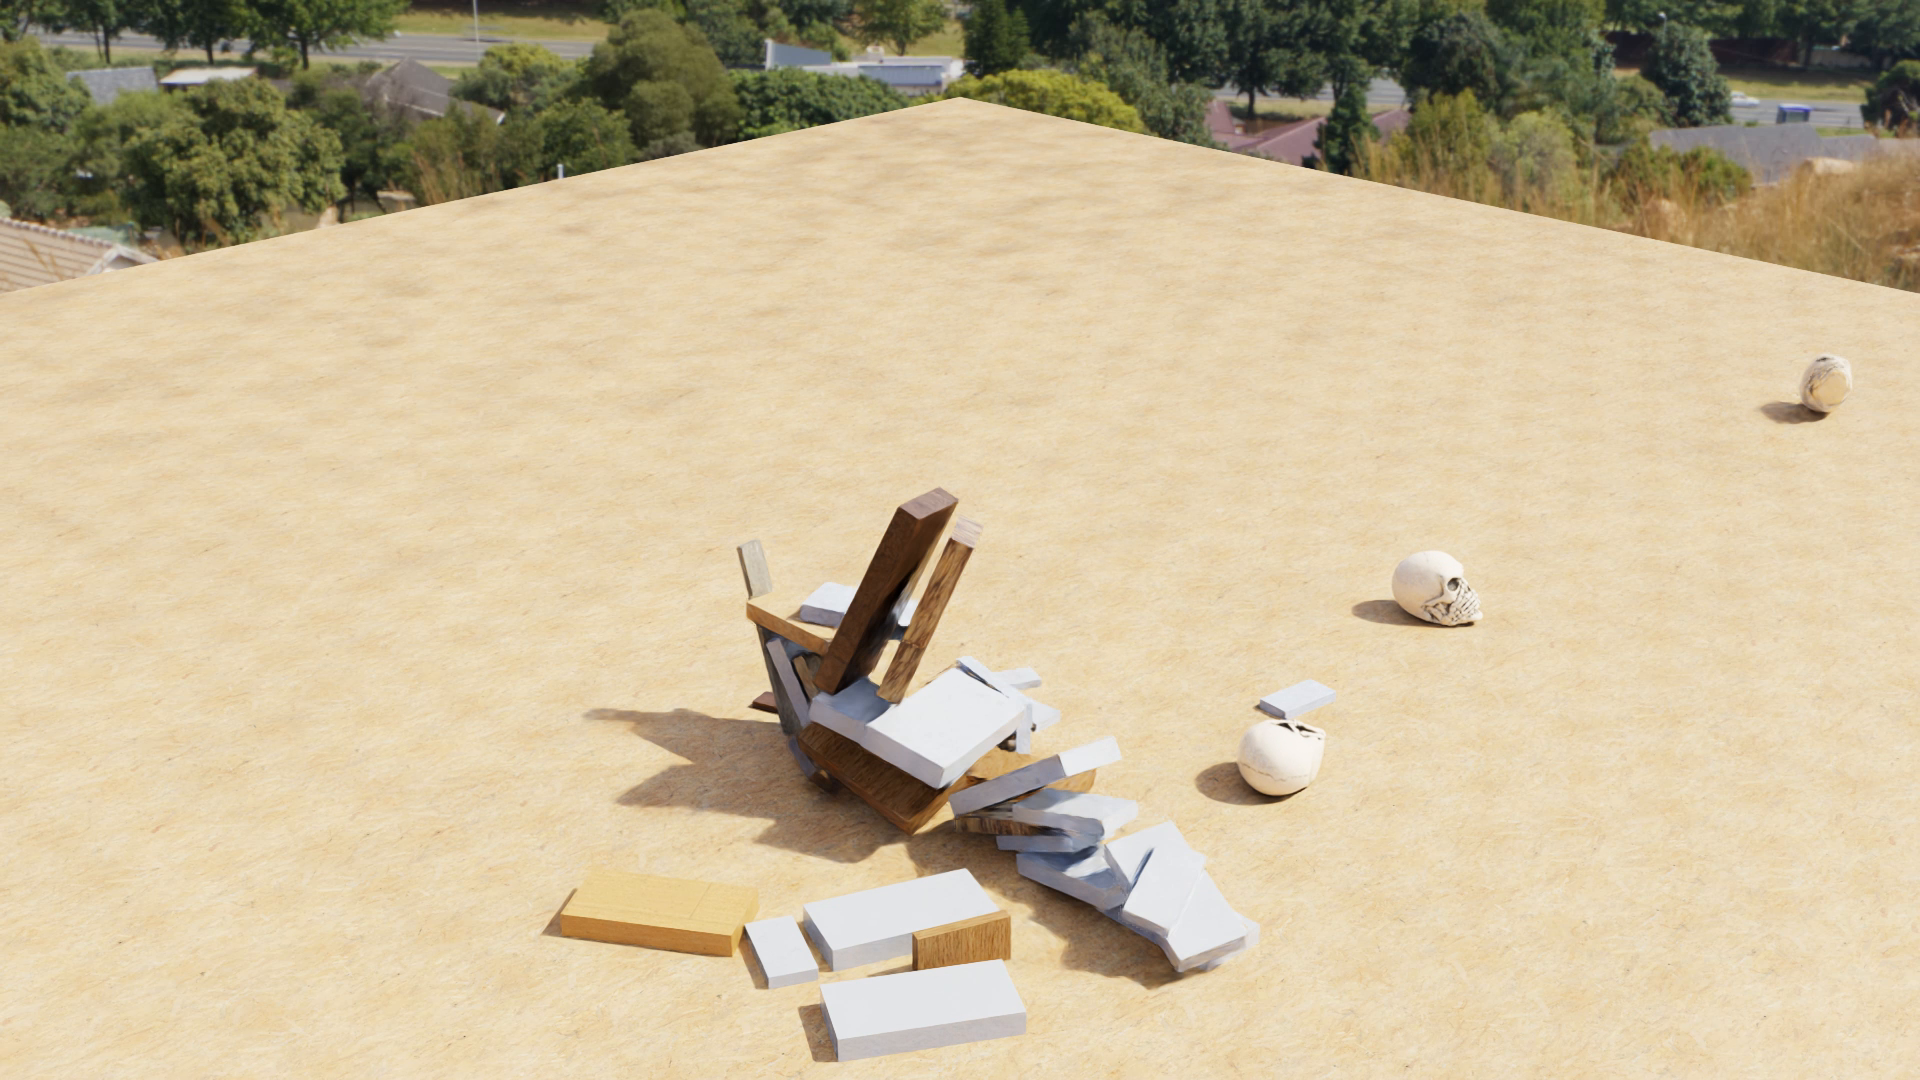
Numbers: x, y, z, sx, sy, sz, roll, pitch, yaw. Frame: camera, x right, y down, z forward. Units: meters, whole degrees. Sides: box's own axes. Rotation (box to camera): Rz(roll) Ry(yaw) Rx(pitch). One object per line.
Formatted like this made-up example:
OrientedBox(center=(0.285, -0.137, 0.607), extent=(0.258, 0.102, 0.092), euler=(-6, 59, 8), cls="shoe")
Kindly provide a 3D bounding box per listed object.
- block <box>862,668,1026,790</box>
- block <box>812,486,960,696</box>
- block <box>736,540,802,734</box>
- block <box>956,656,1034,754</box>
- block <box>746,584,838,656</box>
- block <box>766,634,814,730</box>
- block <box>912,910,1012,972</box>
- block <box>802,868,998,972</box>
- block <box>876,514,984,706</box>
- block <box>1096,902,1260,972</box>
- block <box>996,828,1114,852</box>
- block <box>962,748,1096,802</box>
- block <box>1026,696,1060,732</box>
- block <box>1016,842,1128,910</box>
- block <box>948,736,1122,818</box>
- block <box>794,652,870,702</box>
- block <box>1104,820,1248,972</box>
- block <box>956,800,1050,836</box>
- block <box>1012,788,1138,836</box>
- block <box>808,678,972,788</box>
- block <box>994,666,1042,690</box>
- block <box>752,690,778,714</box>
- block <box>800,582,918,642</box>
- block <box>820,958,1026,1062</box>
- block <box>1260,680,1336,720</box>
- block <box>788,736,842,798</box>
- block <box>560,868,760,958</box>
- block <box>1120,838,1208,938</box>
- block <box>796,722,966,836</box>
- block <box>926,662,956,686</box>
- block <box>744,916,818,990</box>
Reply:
OrientedBox(center=(-0.028, 0.371, 4.376), extent=(0.179, 0.051, 0.357), euler=(28, 26, 19), cls="block")
OrientedBox(center=(-0.148, 0.103, 4.380), extent=(0.051, 0.432, 0.179), euler=(34, 26, 15), cls="block")
OrientedBox(center=(-0.405, 0.209, 4.737), extent=(0.016, 0.426, 0.057), euler=(-1, 18, 44), cls="block")
OrientedBox(center=(0.069, 0.360, 4.743), extent=(0.037, 0.130, 0.259), euler=(-9, 25, -29), cls="block")
OrientedBox(center=(-0.308, 0.173, 4.631), extent=(0.273, 0.039, 0.136), euler=(23, 30, 37), cls="block")
OrientedBox(center=(-0.310, 0.313, 4.686), extent=(0.039, 0.273, 0.136), euler=(-16, 12, 33), cls="block")
OrientedBox(center=(0.003, 0.726, 3.933), extent=(0.182, 0.091, 0.026), euler=(-10, 25, -22), cls="block")
OrientedBox(center=(-0.108, 0.698, 4.055), extent=(0.328, 0.046, 0.164), euler=(-9, 25, -21), cls="block")
OrientedBox(center=(-0.059, 0.137, 4.357), extent=(0.051, 0.357, 0.179), euler=(25, 17, 0), cls="block")
OrientedBox(center=(0.400, 0.697, 4.067), extent=(0.140, 0.040, 0.280), euler=(-20, 30, -38), cls="block")
OrientedBox(center=(0.183, 0.571, 4.253), extent=(0.109, 0.031, 0.219), euler=(-16, 6, -39), cls="block")
OrientedBox(center=(0.137, 0.493, 4.552), extent=(0.259, 0.037, 0.130), euler=(9, 25, 20), cls="block")
OrientedBox(center=(0.135, 0.375, 4.847), extent=(0.160, 0.023, 0.080), euler=(20, 30, 39), cls="block")
OrientedBox(center=(0.245, 0.625, 4.159), extent=(0.140, 0.040, 0.280), euler=(-15, 15, -31), cls="block")
OrientedBox(center=(0.143, 0.460, 4.257), extent=(0.162, 0.046, 0.323), euler=(-11, -11, -45), cls="block")
OrientedBox(center=(-0.235, 0.351, 4.619), extent=(0.136, 0.273, 0.039), euler=(-21, -4, -40), cls="block")
OrientedBox(center=(0.389, 0.643, 3.986), extent=(0.140, 0.040, 0.280), euler=(-17, 48, -20), cls="block")
OrientedBox(center=(0.104, 0.547, 4.329), extent=(0.109, 0.031, 0.219), euler=(-16, 7, -39), cls="block")
OrientedBox(center=(0.218, 0.516, 4.186), extent=(0.219, 0.031, 0.109), euler=(3, 16, 41), cls="block")
OrientedBox(center=(-0.126, 0.377, 4.410), extent=(0.323, 0.046, 0.162), euler=(25, 26, 14), cls="block")
OrientedBox(center=(0.110, 0.320, 4.983), extent=(0.136, 0.019, 0.068), euler=(-8, 24, -19), cls="block")
OrientedBox(center=(-0.397, 0.365, 4.879), extent=(0.114, 0.016, 0.057), euler=(12, 26, 26), cls="block")
OrientedBox(center=(-0.188, 0.152, 4.603), extent=(0.259, 0.037, 0.130), euler=(11, 24, 17), cls="block")
OrientedBox(center=(-0.065, 0.810, 3.793), extent=(0.328, 0.046, 0.164), euler=(-6, 24, -13), cls="block")
OrientedBox(center=(0.752, 0.355, 4.895), extent=(0.160, 0.023, 0.080), euler=(-17, 28, -35), cls="block")
OrientedBox(center=(-0.301, 0.470, 4.560), extent=(0.080, 0.023, 0.160), euler=(40, 4, -30), cls="block")
OrientedBox(center=(-0.554, 0.689, 4.077), extent=(0.328, 0.046, 0.164), euler=(5, 23, 12), cls="block")
OrientedBox(center=(0.368, 0.623, 3.955), extent=(0.091, 0.026, 0.182), euler=(21, 47, 16), cls="block")
OrientedBox(center=(-0.160, 0.446, 4.448), extent=(0.323, 0.046, 0.162), euler=(34, 60, 30), cls="block")
OrientedBox(center=(-0.010, 0.313, 4.999), extent=(0.068, 0.019, 0.136), euler=(15, 27, 31), cls="block")
OrientedBox(center=(-0.324, 0.744, 3.974), extent=(0.091, 0.026, 0.182), euler=(-8, 24, -17), cls="block")
